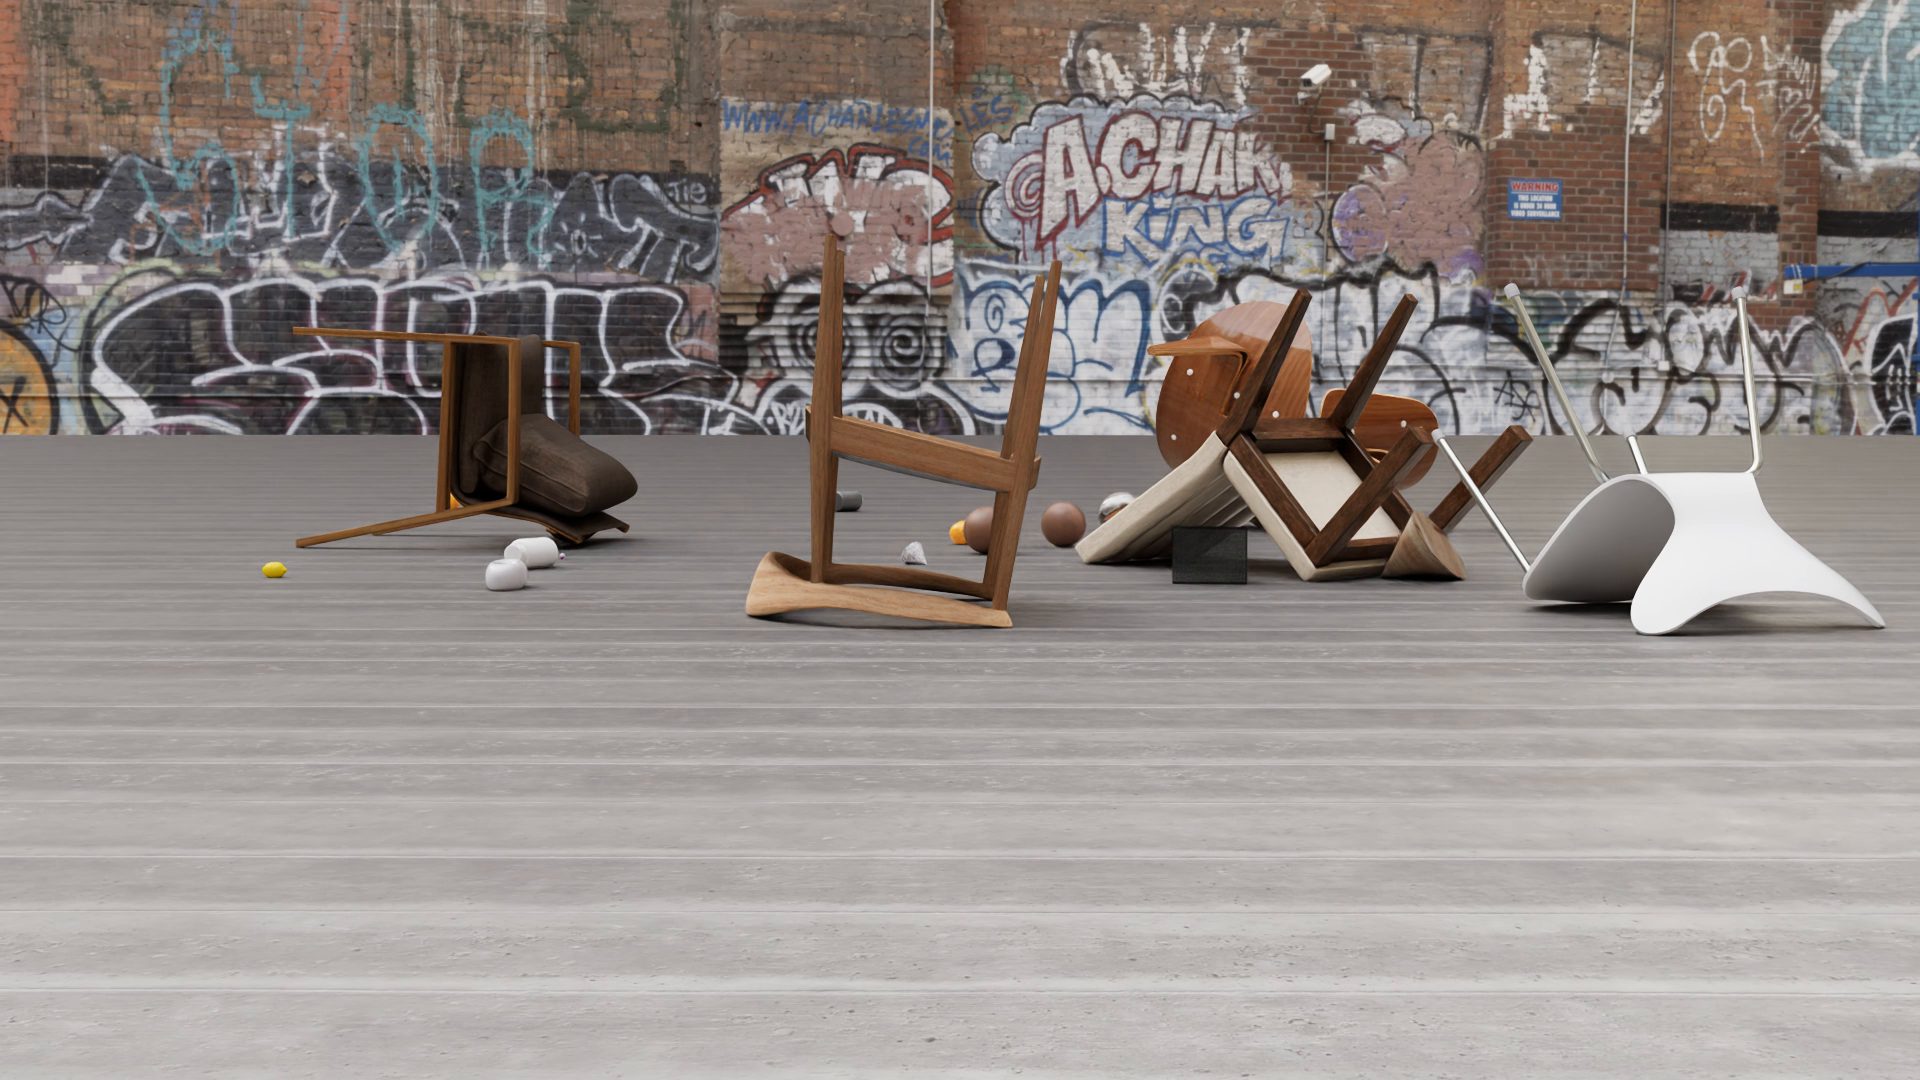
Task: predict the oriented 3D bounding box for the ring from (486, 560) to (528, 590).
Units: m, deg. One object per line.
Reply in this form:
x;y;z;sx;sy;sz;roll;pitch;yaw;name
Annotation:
-1.023;0.079;4.961;0.087;0.061;0.188;2;5;0;ring

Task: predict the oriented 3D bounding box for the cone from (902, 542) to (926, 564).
-0.104;0.048;5.633;0.070;0.065;0.061;-13;40;-43;cone

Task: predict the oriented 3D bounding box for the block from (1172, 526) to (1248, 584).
0.579;0.035;5.108;0.170;0.127;0.098;0;4;4;block

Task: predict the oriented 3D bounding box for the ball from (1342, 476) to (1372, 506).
1.522;-0.190;8.436;0.119;0.119;0.119;0;4;0;ball

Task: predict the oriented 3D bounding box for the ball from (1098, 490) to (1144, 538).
0.486;-0.077;6.634;0.142;0.142;0.142;0;4;0;ball

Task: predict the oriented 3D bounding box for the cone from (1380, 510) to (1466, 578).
1.064;0.051;5.204;0.163;0.161;0.290;-31;-34;22;cone
